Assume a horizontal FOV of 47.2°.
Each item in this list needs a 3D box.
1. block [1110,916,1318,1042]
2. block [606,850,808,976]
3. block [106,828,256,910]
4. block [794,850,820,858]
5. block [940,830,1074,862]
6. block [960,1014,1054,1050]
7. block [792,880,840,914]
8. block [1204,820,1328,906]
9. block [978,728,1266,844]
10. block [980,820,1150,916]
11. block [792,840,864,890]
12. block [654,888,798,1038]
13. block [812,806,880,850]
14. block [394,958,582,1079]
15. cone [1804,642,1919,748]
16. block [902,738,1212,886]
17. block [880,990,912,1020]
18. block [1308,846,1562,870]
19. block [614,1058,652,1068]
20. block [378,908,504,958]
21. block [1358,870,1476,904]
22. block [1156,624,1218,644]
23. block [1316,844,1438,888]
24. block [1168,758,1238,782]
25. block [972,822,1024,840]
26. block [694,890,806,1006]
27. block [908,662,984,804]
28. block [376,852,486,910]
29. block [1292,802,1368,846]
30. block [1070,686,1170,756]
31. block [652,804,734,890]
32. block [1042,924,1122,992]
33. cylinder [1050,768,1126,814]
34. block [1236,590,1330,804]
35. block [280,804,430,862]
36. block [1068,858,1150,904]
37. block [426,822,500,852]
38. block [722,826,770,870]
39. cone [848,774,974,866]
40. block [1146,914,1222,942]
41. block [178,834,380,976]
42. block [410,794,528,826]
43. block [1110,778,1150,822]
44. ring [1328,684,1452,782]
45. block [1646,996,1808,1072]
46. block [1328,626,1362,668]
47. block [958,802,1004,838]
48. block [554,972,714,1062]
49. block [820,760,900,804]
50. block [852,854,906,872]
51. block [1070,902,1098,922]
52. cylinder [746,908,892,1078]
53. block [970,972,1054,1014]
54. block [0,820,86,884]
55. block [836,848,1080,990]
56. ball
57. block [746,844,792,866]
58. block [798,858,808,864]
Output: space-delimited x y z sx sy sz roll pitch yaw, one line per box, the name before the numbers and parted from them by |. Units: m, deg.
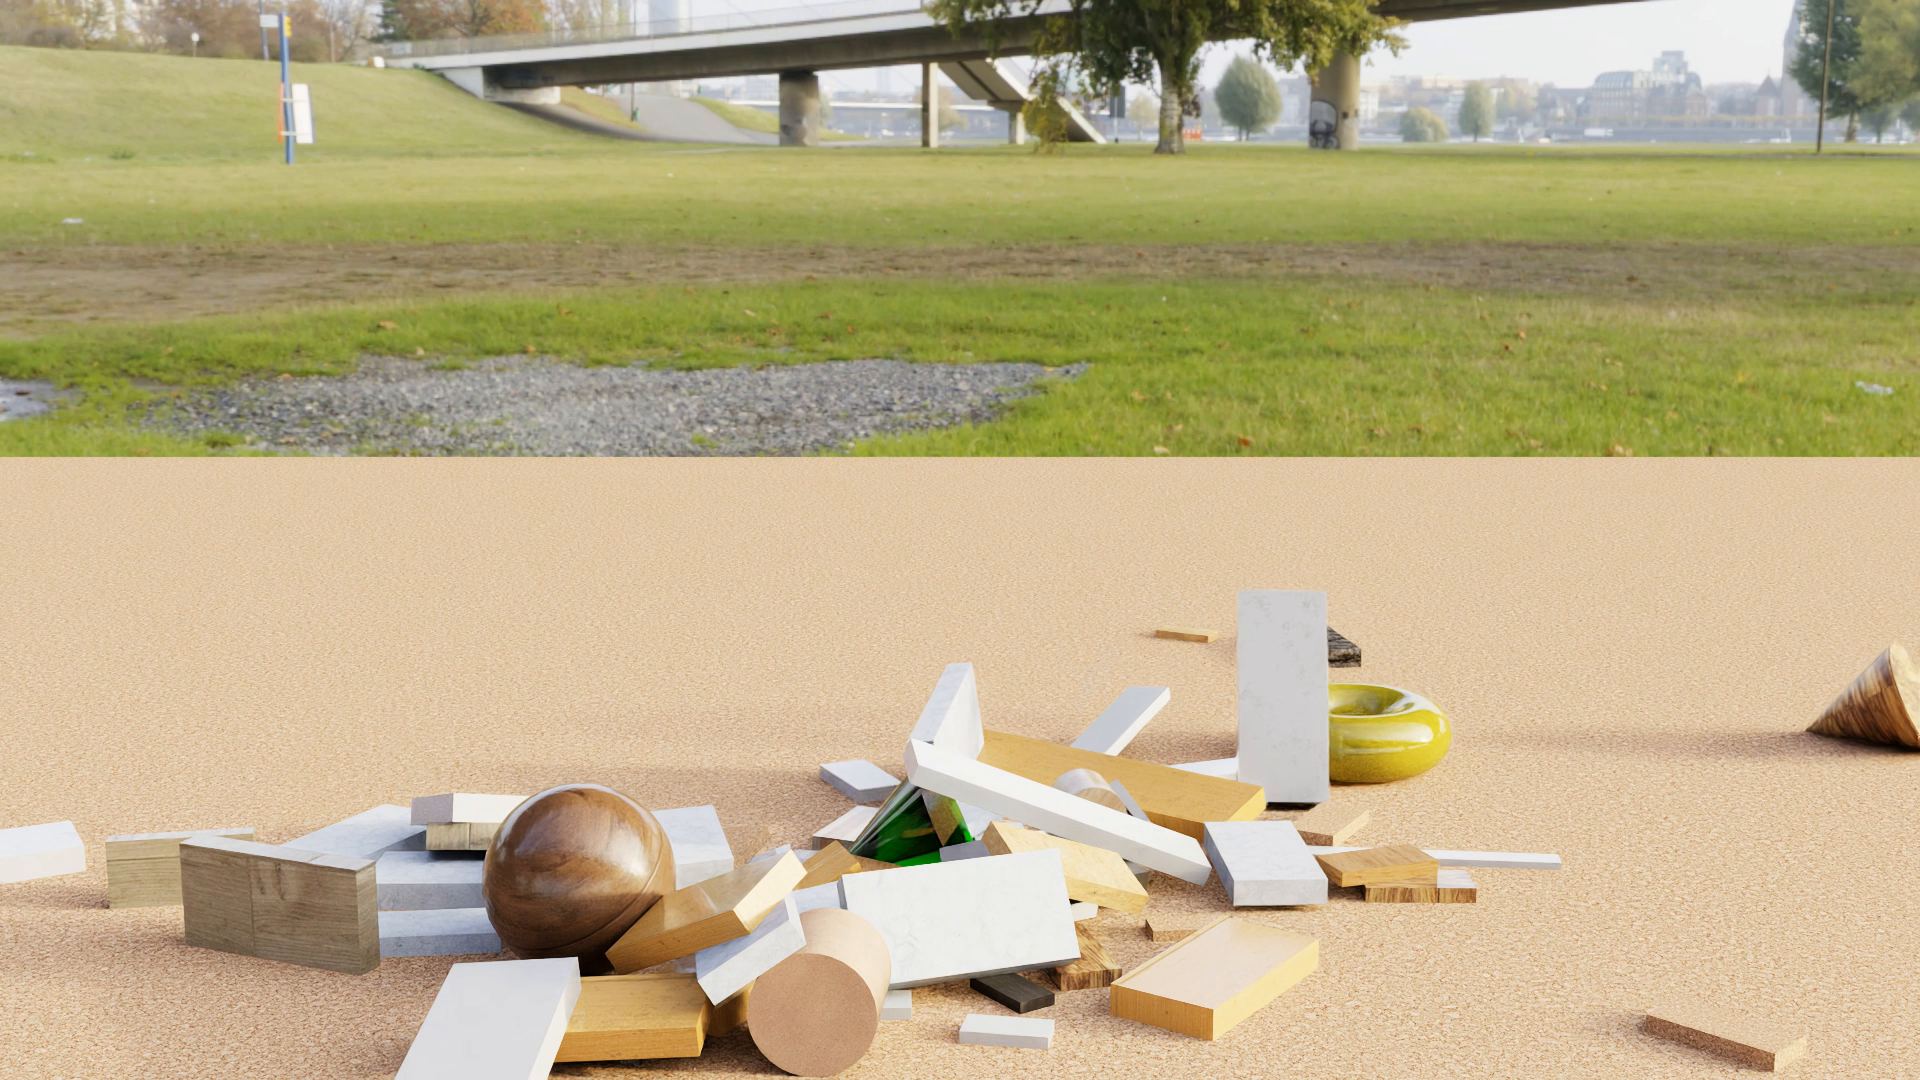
block | 0.380 0.644 3.250 0.167 0.047 0.334 7 13 34
block | -0.361 0.528 3.108 0.291 0.041 0.145 -25 12 40
block | -1.279 0.540 3.621 0.230 0.115 0.033 -2 11 -11
block | -0.270 0.559 3.798 0.050 0.014 0.101 1 11 7
block | 0.089 0.508 3.627 0.125 0.035 0.249 -17 -12 32
block | 0.066 0.689 3.085 0.125 0.018 0.063 2 11 10
block | -0.226 0.574 3.293 0.309 0.044 0.154 -10 16 -26
block | 0.513 0.544 3.725 0.153 0.043 0.307 -1 11 -3
block | 0.252 0.461 4.144 0.652 0.043 0.153 8 28 37
block | 0.165 0.514 3.446 0.249 0.035 0.125 18 18 -29
block | -0.245 0.555 3.543 0.165 0.023 0.082 -33 32 -16
block | -0.298 0.625 3.287 0.154 0.044 0.403 6 16 31
block | -0.181 0.523 3.957 0.095 0.027 0.190 4 11 22
block | -0.619 0.697 2.730 0.173 0.049 0.650 -3 17 2
cone | 1.878 0.364 4.596 0.237 0.237 0.237 -25 -4 33
block | 0.162 0.453 3.660 0.532 0.035 0.125 21 12 -12
block | -0.136 0.672 3.176 0.131 0.018 0.065 0 11 -2
block | 0.814 0.553 3.832 0.451 0.013 0.045 1 11 6
block | -0.531 0.674 3.117 0.299 0.037 0.129 7 12 32
block | -0.831 0.615 3.446 0.230 0.033 0.115 -1 11 -7
block | 0.760 0.577 3.667 0.182 0.026 0.091 0 11 1
block | 0.570 0.236 5.523 0.140 0.019 0.067 6 12 27
block | 0.699 0.546 3.694 0.182 0.026 0.091 -4 11 -20
block | 0.497 0.459 4.302 0.190 0.027 0.095 -4 11 -22
block | 0.072 0.539 3.874 0.091 0.026 0.182 -1 11 -4
block | -0.297 0.546 3.059 0.145 0.041 0.291 -33 9 -4
block | -0.024 0.381 4.143 0.049 0.173 0.346 -3 20 14
block | -0.817 0.567 3.667 0.322 0.046 0.161 0 11 0
block | 0.667 0.517 3.990 0.091 0.026 0.182 6 12 30
block | 0.300 0.388 4.412 0.091 0.026 0.378 -1 22 33
block | -0.561 0.520 3.626 0.346 0.049 0.173 -4 25 -17
block | 0.170 0.635 3.350 0.095 0.027 0.190 -3 11 -15
cylinder | 0.226 0.482 3.920 0.120 0.120 0.120 -2 11 -9
block | 0.611 0.298 4.172 0.167 0.402 0.047 1 -11 3
block | -1.047 0.537 3.823 0.167 0.047 0.334 5 12 26
block | 0.175 0.547 3.572 0.247 0.035 0.124 -2 16 -39
block | -0.743 0.512 3.772 0.322 0.046 0.161 1 -10 -8
block | -0.407 0.540 3.727 0.093 0.026 0.186 -6 18 27
cone | -0.125 0.527 3.711 0.242 0.242 0.242 -25 7 9
block | 0.362 0.615 3.486 0.125 0.018 0.063 -1 11 -7
block | -1.046 0.559 3.379 0.334 0.167 0.047 4 11 22
block | -0.765 0.476 3.833 0.334 0.047 0.167 8 -13 -37
block | 0.315 0.489 3.932 0.019 0.067 0.134 -35 35 -3
ring | 0.787 0.385 4.422 0.396 0.132 0.396 -1 11 0
block | 1.068 0.688 3.068 0.095 0.027 0.190 -10 15 -43
block | 0.853 0.255 5.356 0.153 0.043 0.307 -2 11 -9
block | -0.018 0.514 3.906 0.095 0.027 0.190 -2 14 39
block | -0.499 0.653 3.009 0.309 0.044 0.154 -3 17 4
block | -0.191 0.467 4.260 0.095 0.027 0.190 -5 11 -26
block | -0.143 0.559 3.592 0.165 0.023 0.082 12 35 1
block | 0.088 0.583 3.523 0.248 0.035 0.124 -3 16 -39
cylinder | -0.191 0.620 3.027 0.176 0.176 0.176 1 11 4
block | 0.076 0.662 3.233 0.063 0.018 0.125 -7 13 -35
block | -1.683 0.548 3.769 0.322 0.046 0.161 -6 12 -29
block | -0.002 0.561 3.246 0.334 0.167 0.047 -5 -22 -16
ball | -0.572 0.510 3.308 0.290 0.290 0.290 0 11 0
block | -0.344 0.552 3.711 0.129 0.018 0.064 -20 12 -2
block | -0.262 0.553 3.668 0.129 0.018 0.064 -8 15 46
